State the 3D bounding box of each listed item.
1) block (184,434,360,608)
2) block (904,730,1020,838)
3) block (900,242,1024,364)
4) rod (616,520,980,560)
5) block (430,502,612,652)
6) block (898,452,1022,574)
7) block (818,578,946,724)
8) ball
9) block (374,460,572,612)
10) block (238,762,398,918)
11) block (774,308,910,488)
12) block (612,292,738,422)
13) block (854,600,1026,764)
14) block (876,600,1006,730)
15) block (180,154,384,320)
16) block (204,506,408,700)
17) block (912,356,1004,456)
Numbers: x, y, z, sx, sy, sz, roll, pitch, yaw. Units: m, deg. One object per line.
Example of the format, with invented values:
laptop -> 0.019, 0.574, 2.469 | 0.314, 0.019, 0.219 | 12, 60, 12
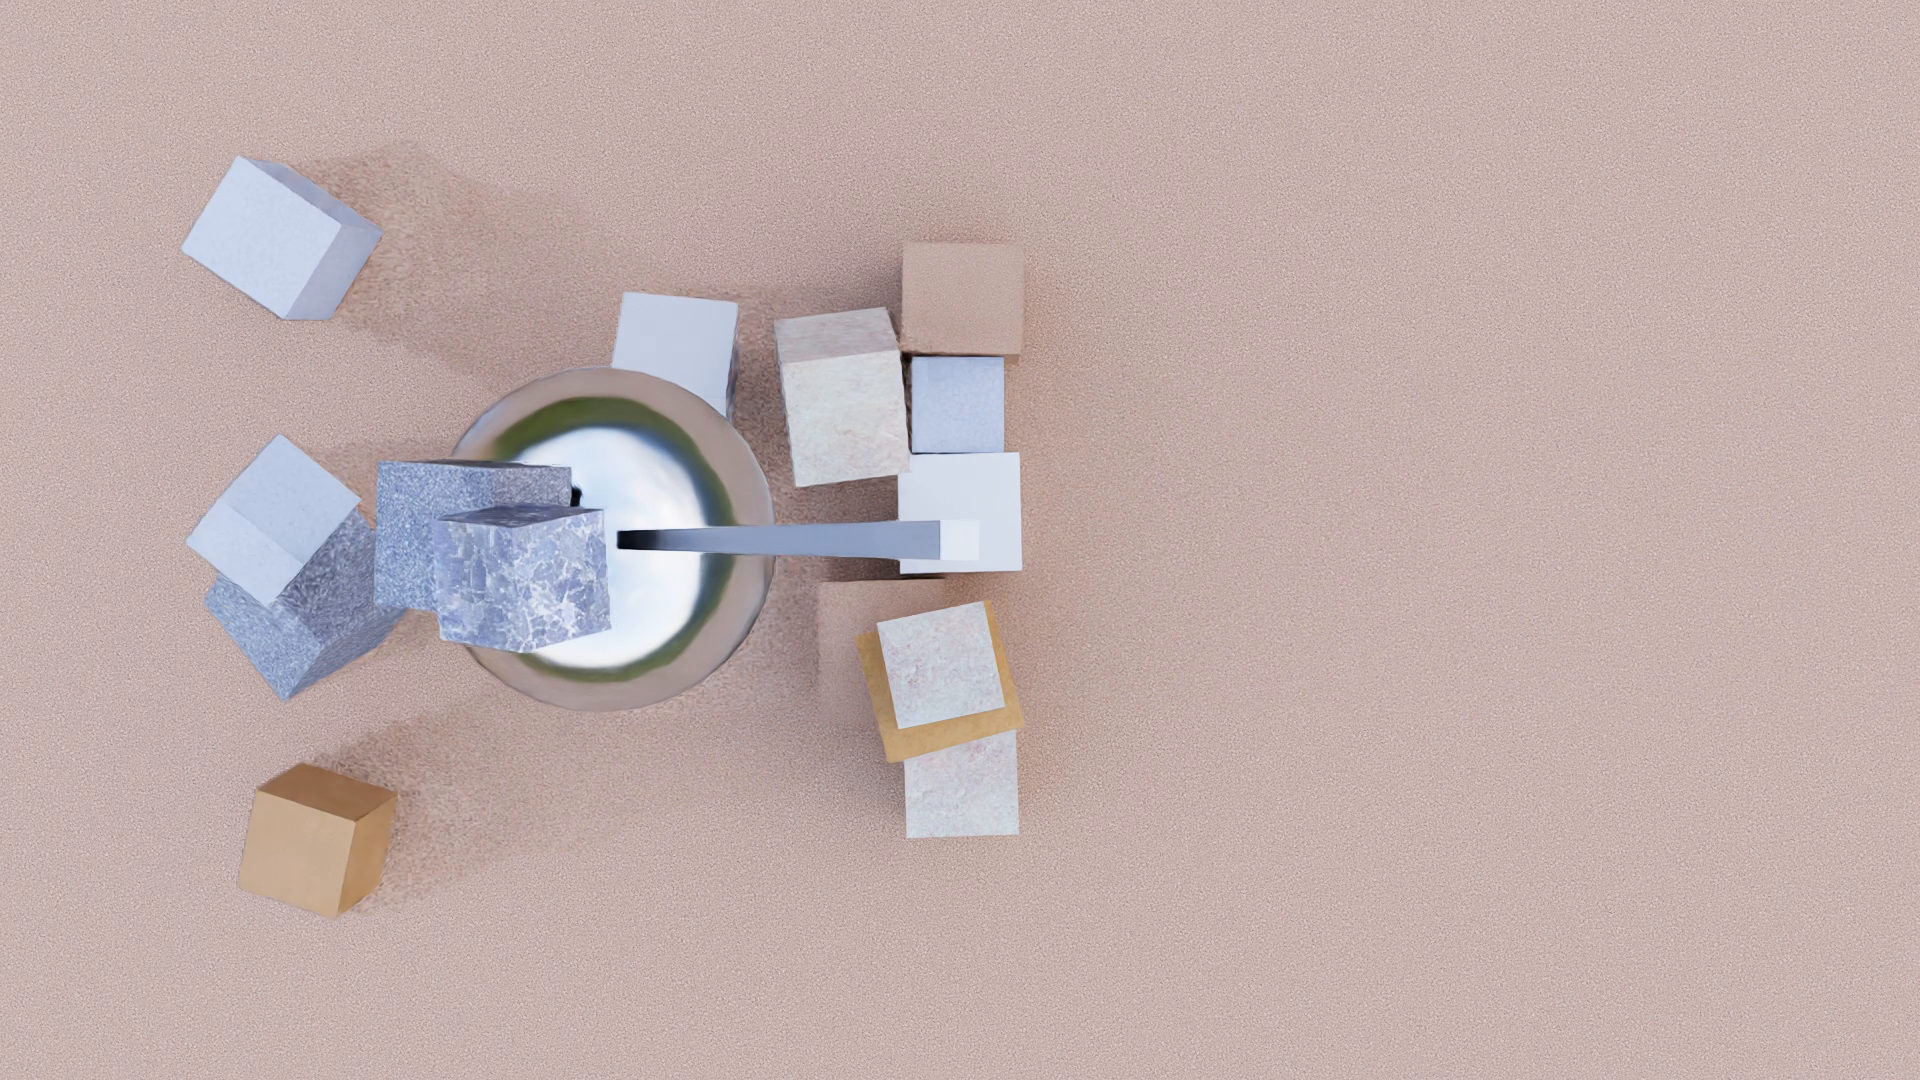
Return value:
block -> -3.680, -0.103, 11.784 | 0.547, 0.562, 0.522 | 41, 134, -13
block -> 0.006, 1.340, 12.655 | 0.629, 0.690, 0.636 | -2, 90, 0
block -> 0.012, -1.351, 12.637 | 0.668, 0.726, 0.611 | 2, 90, 0
rod -> -0.714, 0.000, 6.897 | 0.080, 5.200, 0.080 | 0, 90, -16
block -> -1.720, 0.135, 8.629 | 0.477, 0.464, 0.479 | 6, 103, 37
block -> -0.002, -0.152, 12.678 | 0.685, 0.643, 0.664 | -1, 90, 0
block -> -0.431, 0.626, 12.679 | 0.713, 0.641, 0.796 | -1, 90, 0
ball -> -1.648, 0.000, 10.166 | 1.600, 1.600, 1.600 | 0, 90, 0
block -> -2.027, -0.019, 9.169 | 0.590, 0.524, 0.598 | 5, 94, 25
block -> -3.681, 1.718, 12.629 | 0.605, 0.552, 0.596 | 16, 103, 7
block -> -0.658, -0.802, 12.240 | 0.636, 0.672, 0.729 | -7, 117, -5
block -> -1.618, -0.916, 12.525 | 0.638, 0.670, 0.666 | 5, 59, -3
block -> -0.106, 0.778, 12.004 | 0.749, 0.650, 0.699 | -15, 85, -1
block -> -0.095, 0.655, 11.406 | 0.551, 0.561, 0.547 | -12, 85, -1
block -> -3.868, -1.720, 12.602 | 0.698, 0.731, 0.624 | 34, 96, 0
block -> -3.672, 0.317, 12.485 | 0.736, 0.741, 0.654 | 50, 133, 3
block -> -0.010, -0.764, 12.712 | 0.515, 0.576, 0.540 | 0, 90, 0
